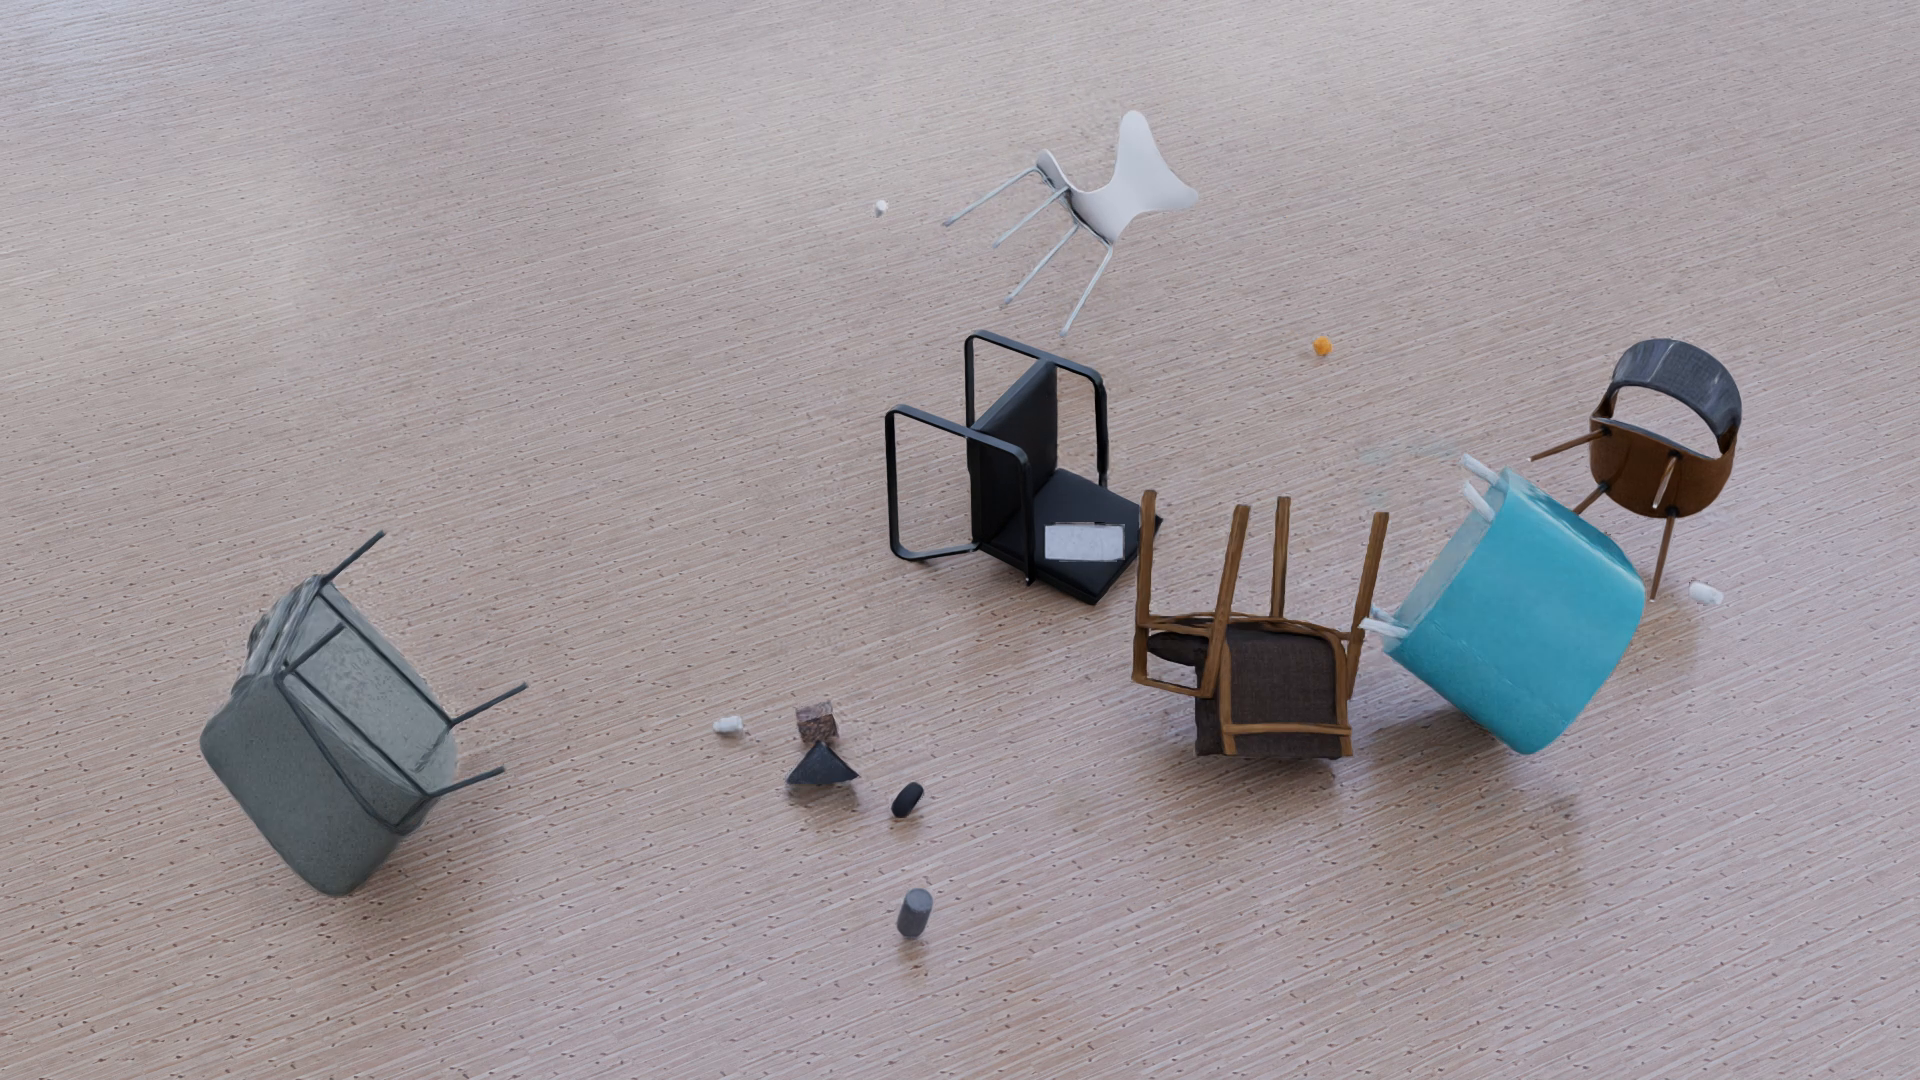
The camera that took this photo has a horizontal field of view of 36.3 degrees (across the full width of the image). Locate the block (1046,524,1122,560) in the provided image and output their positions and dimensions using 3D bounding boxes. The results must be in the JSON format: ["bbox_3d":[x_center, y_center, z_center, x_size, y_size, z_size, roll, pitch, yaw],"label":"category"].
[{"bbox_3d":[0.418,0.007,9.868,0.205,0.110,0.177,2,4,26],"label":"block"}]

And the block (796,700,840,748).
[{"bbox_3d":[-0.480,0.621,9.874,0.122,0.101,0.097,-16,25,0],"label":"block"}]

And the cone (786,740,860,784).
[{"bbox_3d":[-0.458,0.719,9.644,0.250,0.131,0.236,-1,6,32],"label":"cone"}]

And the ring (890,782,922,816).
[{"bbox_3d":[-0.173,0.845,9.557,0.055,0.124,0.137,38,37,8],"label":"ring"}]
